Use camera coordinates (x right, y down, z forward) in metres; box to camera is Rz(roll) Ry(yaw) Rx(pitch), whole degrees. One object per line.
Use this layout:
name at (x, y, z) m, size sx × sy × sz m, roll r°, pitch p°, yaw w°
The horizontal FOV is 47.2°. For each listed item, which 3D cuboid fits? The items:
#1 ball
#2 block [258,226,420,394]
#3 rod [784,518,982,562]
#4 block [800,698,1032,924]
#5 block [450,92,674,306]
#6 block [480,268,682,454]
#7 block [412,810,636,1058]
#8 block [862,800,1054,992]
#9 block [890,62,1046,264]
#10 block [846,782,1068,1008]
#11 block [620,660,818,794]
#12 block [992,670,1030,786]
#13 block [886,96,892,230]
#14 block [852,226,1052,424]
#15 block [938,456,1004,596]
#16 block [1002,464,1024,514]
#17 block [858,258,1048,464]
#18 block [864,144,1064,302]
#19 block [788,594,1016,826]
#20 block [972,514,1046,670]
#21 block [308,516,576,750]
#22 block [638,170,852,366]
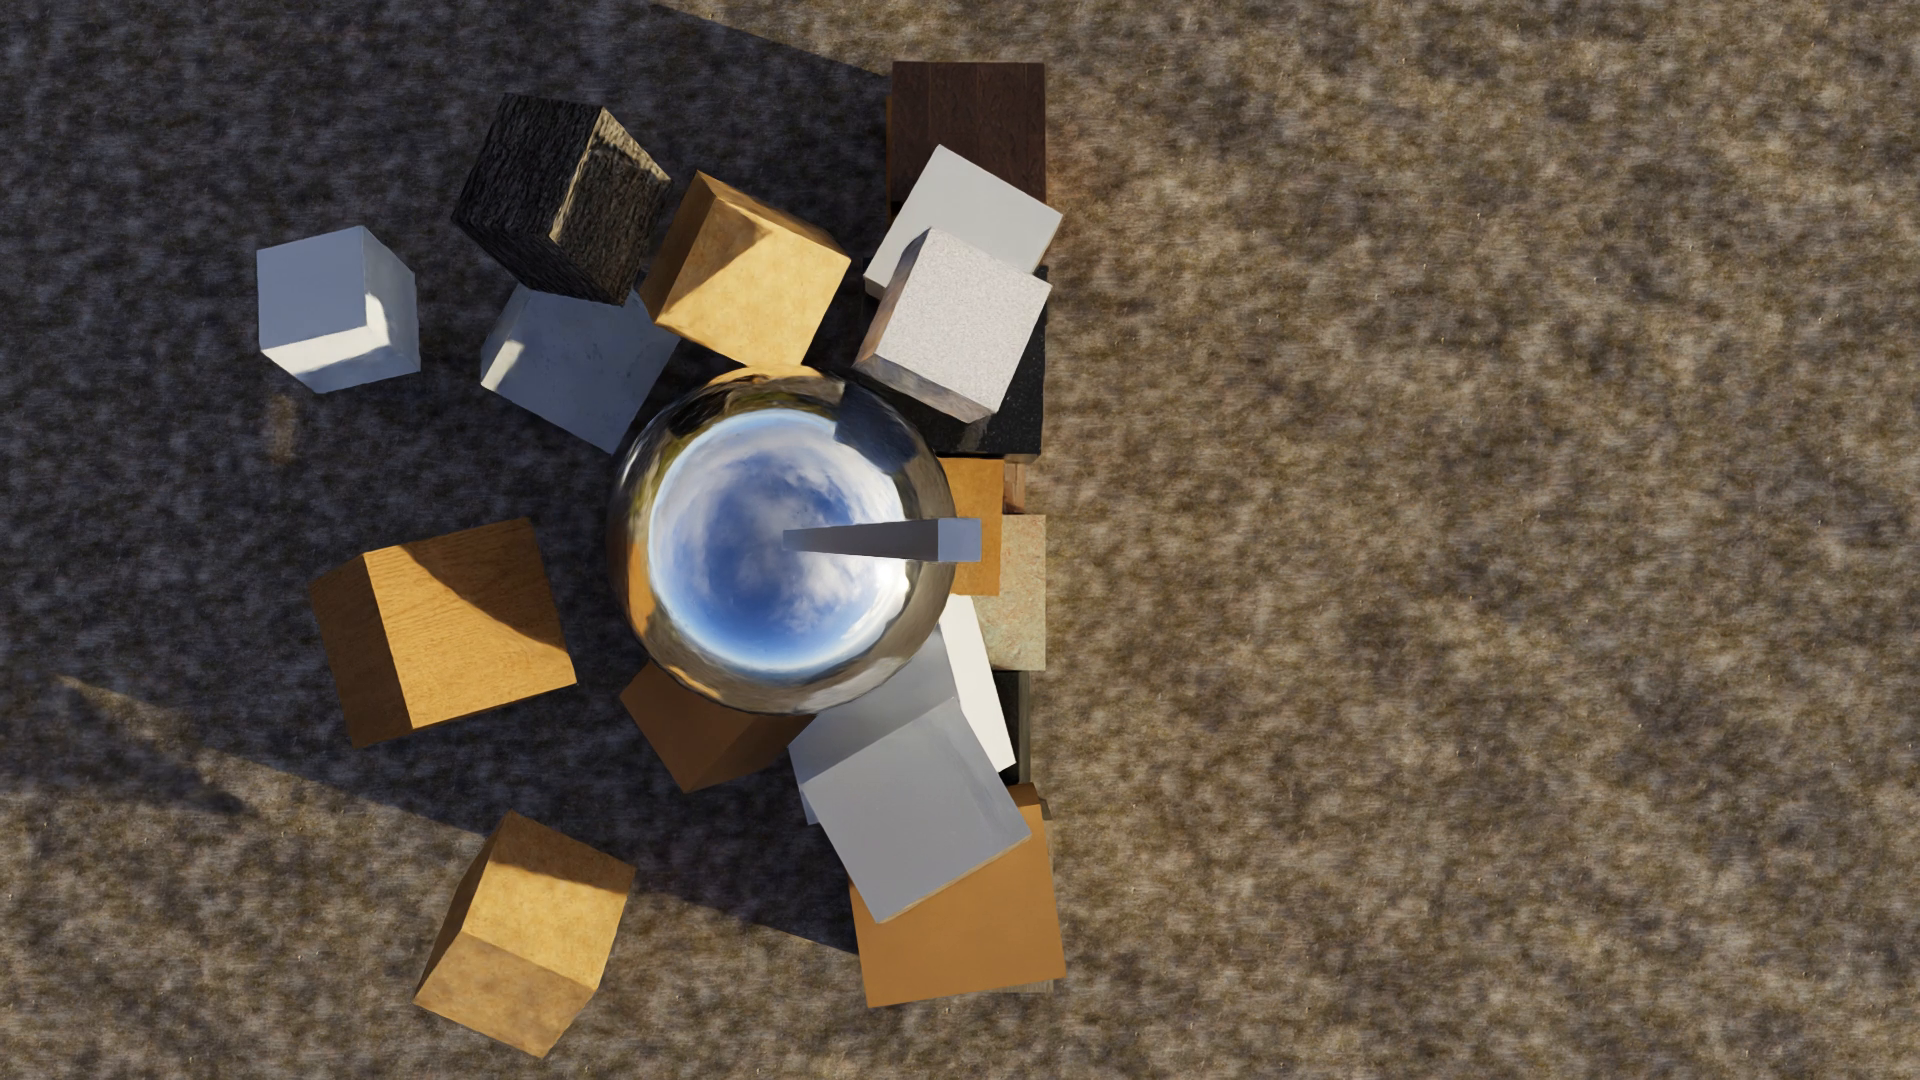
ball at (-0.804, 0.000, 9.957) m, size 1.600 × 1.600 × 1.600 m, roll 0°, pitch 90°, yaw 0°
block at (-3.441, -1.269, 12.200) m, size 0.627 × 0.639 × 0.613 m, roll -12°, pitch 70°, yaw 9°
rod at (-0.348, 0.000, 6.588) m, size 0.080 × 5.200 × 0.080 m, roll 0°, pitch 90°, yaw -8°
block at (-0.197, 1.323, 10.646) m, size 0.832 × 0.794 × 0.733 m, roll -30°, pitch 81°, yaw -4°
block at (-1.802, -1.548, 10.032) m, size 0.547 × 0.678 × 0.654 m, roll 13°, pitch 74°, yaw 26°
block at (-2.119, -1.152, 12.359) m, size 0.810 × 0.947 × 0.857 m, roll 29°, pitch 100°, yaw -19°
block at (-2.350, 2.134, 11.899) m, size 0.772 × 0.831 × 0.781 m, roll 27°, pitch 130°, yaw -13°
block at (-0.014, 2.007, 12.519) m, size 1.050 × 0.962 × 0.941 m, roll 0°, pitch 90°, yaw 0°
block at (0.039, -1.950, 11.721) m, size 0.794 × 0.854 × 0.834 m, roll 0°, pitch 69°, yaw 0°
block at (-0.030, 1.837, 11.535) m, size 1.013 × 1.006 × 0.880 m, roll -9°, pitch 90°, yaw 0°
block at (-1.152, 0.764, 11.063) m, size 0.698 × 0.642 × 0.618 m, roll -47°, pitch 71°, yaw 30°
block at (-0.051, 1.128, 12.526) m, size 0.841 × 0.868 × 0.794 m, roll 0°, pitch 90°, yaw 6°
block at (-0.014, -2.119, 12.636) m, size 0.795 × 0.728 × 0.715 m, roll 0°, pitch 90°, yaw 0°
block at (-0.044, -0.929, 9.617) m, size 0.581 × 0.552 × 0.603 m, roll 25°, pitch 82°, yaw -11°
block at (-0.136, -0.077, 11.778) m, size 0.705 × 0.782 × 0.709 m, roll 2°, pitch 90°, yaw 0°
block at (-0.006, -0.514, 12.629) m, size 0.732 × 0.743 × 0.728 m, roll 0°, pitch 90°, yaw 0°
block at (-0.051, -0.921, 11.601) m, size 0.935 × 0.985 × 0.961 m, roll 2°, pitch 89°, yaw -1°
block at (0.009, -1.400, 10.797) m, size 0.684 × 0.643 × 0.724 m, roll 30°, pitch 88°, yaw -1°
block at (-0.363, 0.875, 11.652) m, size 0.947 × 0.879 × 0.962 m, roll -16°, pitch 87°, yaw 12°
block at (0.002, 0.291, 12.585) m, size 0.941 × 0.831 × 0.861 m, roll 0°, pitch 90°, yaw 0°
block at (-2.394, 0.431, 10.151) m, size 0.807 × 0.785 × 0.799 m, roll -15°, pitch 87°, yaw -35°
block at (-1.045, -1.271, 10.604) m, size 0.720 × 0.598 × 0.669 m, roll 23°, pitch 103°, yaw -22°
